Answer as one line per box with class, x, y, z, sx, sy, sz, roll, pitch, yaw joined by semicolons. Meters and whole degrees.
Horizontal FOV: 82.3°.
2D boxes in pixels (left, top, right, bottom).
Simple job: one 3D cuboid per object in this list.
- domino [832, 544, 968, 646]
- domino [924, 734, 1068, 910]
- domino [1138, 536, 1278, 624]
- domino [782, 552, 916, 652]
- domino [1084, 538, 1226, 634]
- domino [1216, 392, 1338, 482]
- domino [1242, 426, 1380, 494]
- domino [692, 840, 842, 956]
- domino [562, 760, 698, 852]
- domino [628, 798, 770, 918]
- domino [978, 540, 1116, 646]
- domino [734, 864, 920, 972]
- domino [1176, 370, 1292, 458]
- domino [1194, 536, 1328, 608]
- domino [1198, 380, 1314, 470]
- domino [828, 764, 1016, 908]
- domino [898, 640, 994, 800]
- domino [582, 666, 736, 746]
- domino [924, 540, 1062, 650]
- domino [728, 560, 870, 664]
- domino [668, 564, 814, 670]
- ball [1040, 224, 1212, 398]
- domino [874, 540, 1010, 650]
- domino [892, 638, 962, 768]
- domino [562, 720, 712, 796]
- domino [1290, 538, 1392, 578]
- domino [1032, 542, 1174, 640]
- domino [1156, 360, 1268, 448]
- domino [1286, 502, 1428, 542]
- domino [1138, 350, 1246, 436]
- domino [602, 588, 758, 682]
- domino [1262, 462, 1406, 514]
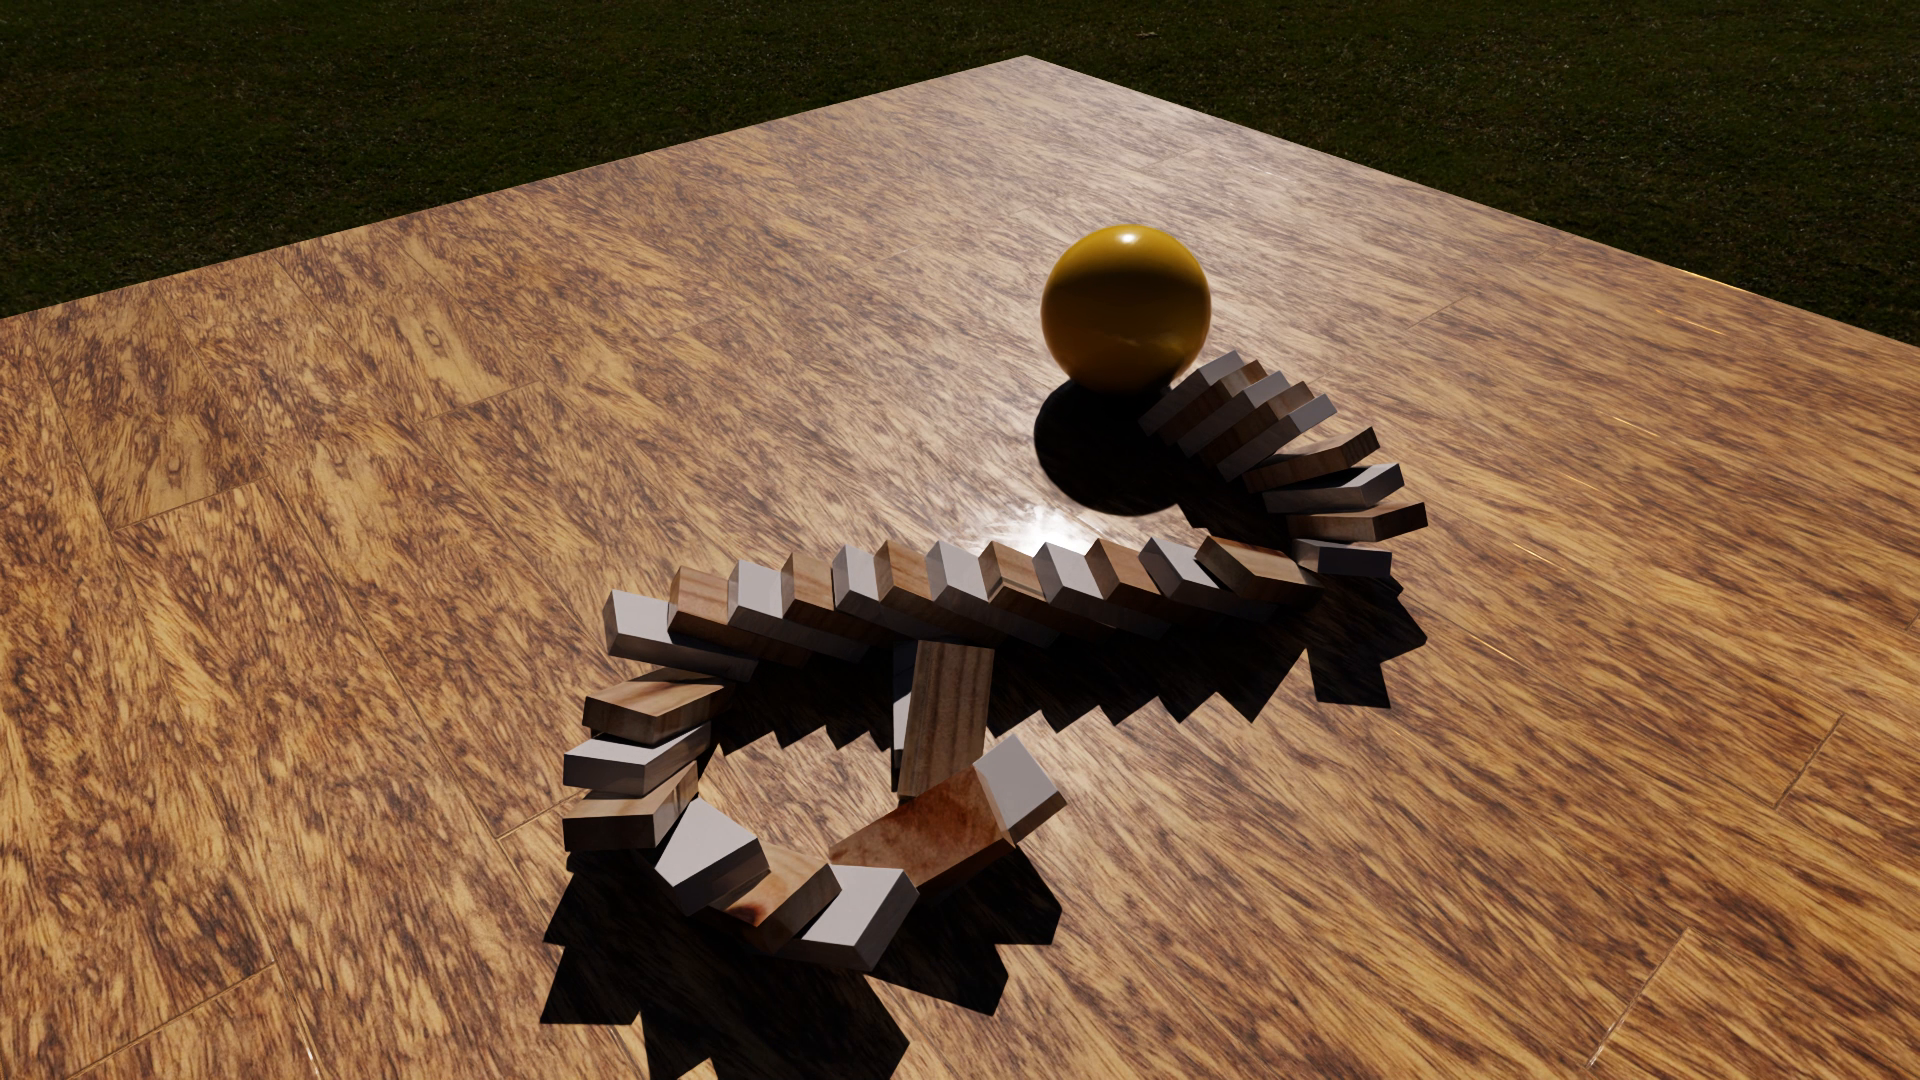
domino;-0.021;0.021;0.396;0.050;0.010;0.025;24;31;-27
domino;0.004;0.083;0.327;0.050;0.010;0.025;-37;47;-5
domino;0.092;0.015;0.406;0.050;0.010;0.025;15;30;-32
domino;-0.039;0.023;0.396;0.050;0.010;0.025;21;33;-25
domino;0.072;0.017;0.404;0.050;0.010;0.025;18;32;-28
domino;0.134;-0.043;0.467;0.025;0.050;0.009;-29;83;-30
domino;0.146;-0.033;0.458;0.025;0.009;0.050;-28;7;-36
domino;-0.058;0.097;0.306;0.050;0.010;0.025;-3;27;49
domino;-0.096;0.078;0.327;0.025;0.009;0.050;-3;5;0
domino;-0.076;0.089;0.315;0.025;0.009;0.050;-26;14;-28
domino;0.032;0.020;0.400;0.050;0.010;0.025;22;32;-26
domino;-0.038;0.102;0.300;0.050;0.009;0.025;-11;28;39
domino;0.119;-0.054;0.481;0.025;0.050;0.009;-29;83;-30
domino;0.112;0.012;0.409;0.050;0.009;0.025;10;28;-42
domino;0.127;-0.049;0.474;0.025;0.050;0.009;-29;83;-30
domino;-0.012;0.089;0.316;0.050;0.009;0.025;-31;48;6
domino;-0.004;0.059;0.353;0.025;0.010;0.050;7;68;1
domino;-0.097;0.053;0.359;0.025;0.009;0.050;13;9;15
domino;0.012;0.020;0.398;0.050;0.010;0.025;24;31;-27
domino;-0.058;0.026;0.393;0.050;0.010;0.025;20;32;-24
domino;-0.077;0.028;0.390;0.050;0.010;0.025;20;30;-24
ball;0.078;-0.107;0.519;0.080;0.080;0.080;0;39;0
domino;-0.006;0.020;0.396;0.050;0.009;0.025;24;31;-27
domino;-0.010;0.055;0.376;0.025;0.009;0.050;-2;39;-3
domino;-0.099;0.066;0.343;0.025;0.009;0.050;6;7;9
domino;0.142;0.006;0.414;0.025;0.010;0.050;5;4;6
domino;0.052;0.019;0.401;0.050;0.010;0.025;19;32;-27
domino;0.111;-0.060;0.488;0.025;0.050;0.010;-29;83;-30
domino;0.154;-0.008;0.431;0.025;0.010;0.050;-15;7;-20
domino;0.103;-0.065;0.494;0.025;0.050;0.010;-29;83;-30
domino;-0.097;0.033;0.382;0.050;0.010;0.025;17;25;-31
domino;0.151;-0.021;0.448;0.025;0.009;0.050;-27;13;-29
